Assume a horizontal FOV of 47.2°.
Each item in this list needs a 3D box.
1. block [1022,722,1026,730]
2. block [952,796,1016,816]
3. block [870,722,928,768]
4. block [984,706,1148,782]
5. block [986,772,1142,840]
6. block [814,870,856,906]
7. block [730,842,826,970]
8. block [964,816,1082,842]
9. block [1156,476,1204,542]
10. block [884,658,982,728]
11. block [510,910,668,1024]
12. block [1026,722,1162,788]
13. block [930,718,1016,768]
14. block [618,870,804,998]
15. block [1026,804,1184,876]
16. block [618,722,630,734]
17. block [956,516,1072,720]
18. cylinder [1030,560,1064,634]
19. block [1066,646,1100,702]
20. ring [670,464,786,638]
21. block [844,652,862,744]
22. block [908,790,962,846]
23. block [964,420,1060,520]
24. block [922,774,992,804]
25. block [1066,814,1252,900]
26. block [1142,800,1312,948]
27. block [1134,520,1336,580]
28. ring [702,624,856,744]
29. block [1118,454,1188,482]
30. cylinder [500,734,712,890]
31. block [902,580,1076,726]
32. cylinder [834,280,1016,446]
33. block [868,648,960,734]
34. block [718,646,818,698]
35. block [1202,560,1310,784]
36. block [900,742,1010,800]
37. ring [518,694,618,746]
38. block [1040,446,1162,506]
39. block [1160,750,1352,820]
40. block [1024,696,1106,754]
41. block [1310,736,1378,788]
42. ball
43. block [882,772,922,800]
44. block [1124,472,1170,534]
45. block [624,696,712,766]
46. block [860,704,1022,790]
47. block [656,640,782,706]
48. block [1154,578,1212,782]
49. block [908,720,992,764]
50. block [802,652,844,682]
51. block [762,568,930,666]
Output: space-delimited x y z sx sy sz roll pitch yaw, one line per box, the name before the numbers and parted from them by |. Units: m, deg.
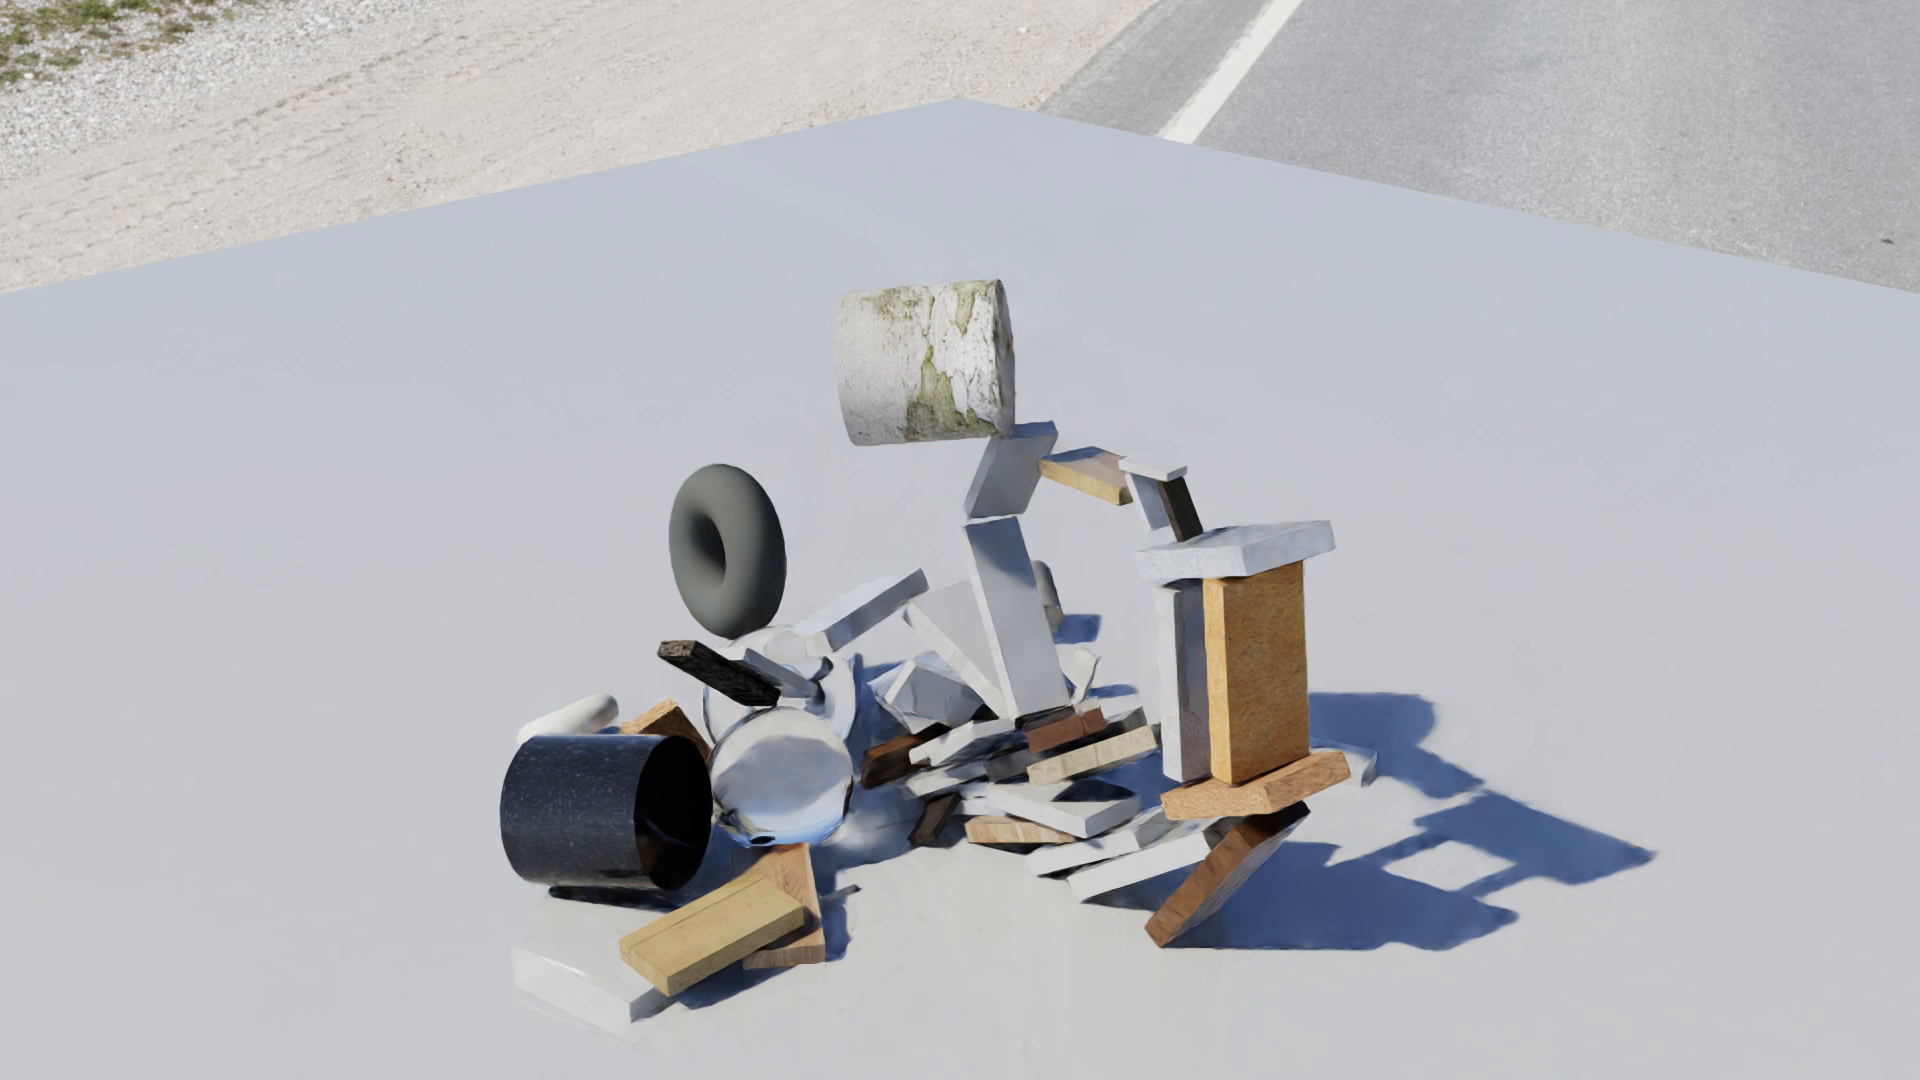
block | 0.136 0.355 4.766 0.056 0.112 0.016 14 26 7
block | 0.078 0.516 4.390 0.105 0.030 0.211 -22 10 -41
block | -0.090 0.444 4.681 0.185 0.026 0.093 18 29 35
block | 0.207 0.397 4.274 0.295 0.042 0.148 -19 -1 21
block | 0.196 0.495 4.202 0.143 0.041 0.286 -20 19 -36
block | -0.270 0.666 4.168 0.129 0.018 0.064 -16 28 -33
block | -0.340 0.674 4.069 0.149 0.042 0.297 -4 31 -9
block | 0.161 0.544 4.294 0.286 0.041 0.143 -8 11 45
block | 0.379 -0.055 3.786 0.054 0.109 0.015 -21 1 -41
block | -0.046 0.305 4.325 0.190 0.095 0.027 23 17 -36
block | -0.643 0.757 3.922 0.297 0.042 0.149 16 28 33
block | 0.284 0.396 4.085 0.295 0.042 0.148 -23 -14 37
block | 0.023 0.394 4.285 0.095 0.027 0.190 -10 -17 -30
block | -0.442 0.699 3.925 0.297 0.042 0.149 -23 34 -36
block | 0.274 0.568 4.182 0.286 0.041 0.143 -22 1 44
block | -0.652 0.439 4.591 0.141 0.071 0.020 23 -18 6
block | 0.105 0.149 4.276 0.121 0.384 0.034 -11 -11 -30
cylinder | 0.164 0.142 5.186 0.137 0.137 0.137 -5 51 -12
block | 0.271 0.297 4.902 0.056 0.112 0.016 32 27 31
ring | -0.487 0.025 4.592 0.123 0.370 0.370 -10 24 -34
block | -0.237 0.340 4.743 0.020 0.071 0.188 16 57 -24
block | -0.050 0.552 4.365 0.064 0.018 0.129 -18 24 37
block | 0.096 -0.133 4.223 0.121 0.242 0.034 -7 55 -23
block | 0.032 0.490 4.437 0.211 0.030 0.105 -12 8 39
block | 0.379 0.576 4.086 0.347 0.049 0.174 -27 -3 42
block | 0.478 0.594 3.954 0.174 0.347 0.049 -22 65 -41
block | 0.465 0.018 3.760 0.179 0.051 0.358 -15 4 -24
ring | -0.373 0.335 4.549 0.322 0.322 0.107 -5 6 -12
block | 0.334 -0.126 3.808 0.109 0.015 0.054 18 28 42
cylinder | -0.662 0.508 4.133 0.287 0.287 0.287 -1 21 23
block | 0.058 0.224 4.393 0.169 0.048 0.338 -18 52 -43
cylinder | -0.059 -0.325 4.048 0.287 0.287 0.287 -4 22 9
block | -0.076 0.313 4.649 0.169 0.048 0.545 -29 7 -7
block | -0.377 0.260 4.285 0.185 0.026 0.093 32 -24 -35
block | 0.507 0.220 3.749 0.179 0.358 0.051 -16 21 -31
block | -0.007 0.462 4.409 0.211 0.030 0.105 -21 5 24
ring | -0.829 0.391 4.653 0.224 0.075 0.224 -23 0 0
block | 0.264 -0.118 3.995 0.121 0.034 0.242 -14 22 -30
block | 0.517 0.434 3.876 0.174 0.049 0.347 -19 0 -26
block | 0.203 0.353 4.217 0.148 0.042 0.295 -19 -1 2
block | 0.752 0.459 4.638 0.226 0.032 0.113 11 25 24
ball | -0.350 0.469 4.284 0.290 0.290 0.290 0 23 0
block | -0.115 0.500 4.558 0.129 0.018 0.064 18 29 36
block | 0.328 -0.071 3.835 0.054 0.109 0.015 -21 0 -41
block | -0.582 0.414 4.444 0.113 0.226 0.032 -34 51 -6
block | -0.032 0.410 4.507 0.378 0.093 0.026 -19 48 -27
block | -0.467 0.259 4.272 0.226 0.032 0.113 35 -24 -35
block | 0.441 0.238 3.939 0.179 0.358 0.051 -16 21 -32
block | -0.003 0.404 4.402 0.095 0.027 0.190 5 -26 -46
block | -0.311 0.285 4.744 0.071 0.020 0.141 -30 -2 -34
block | -0.225 0.154 4.399 0.169 0.048 0.338 -15 11 39
